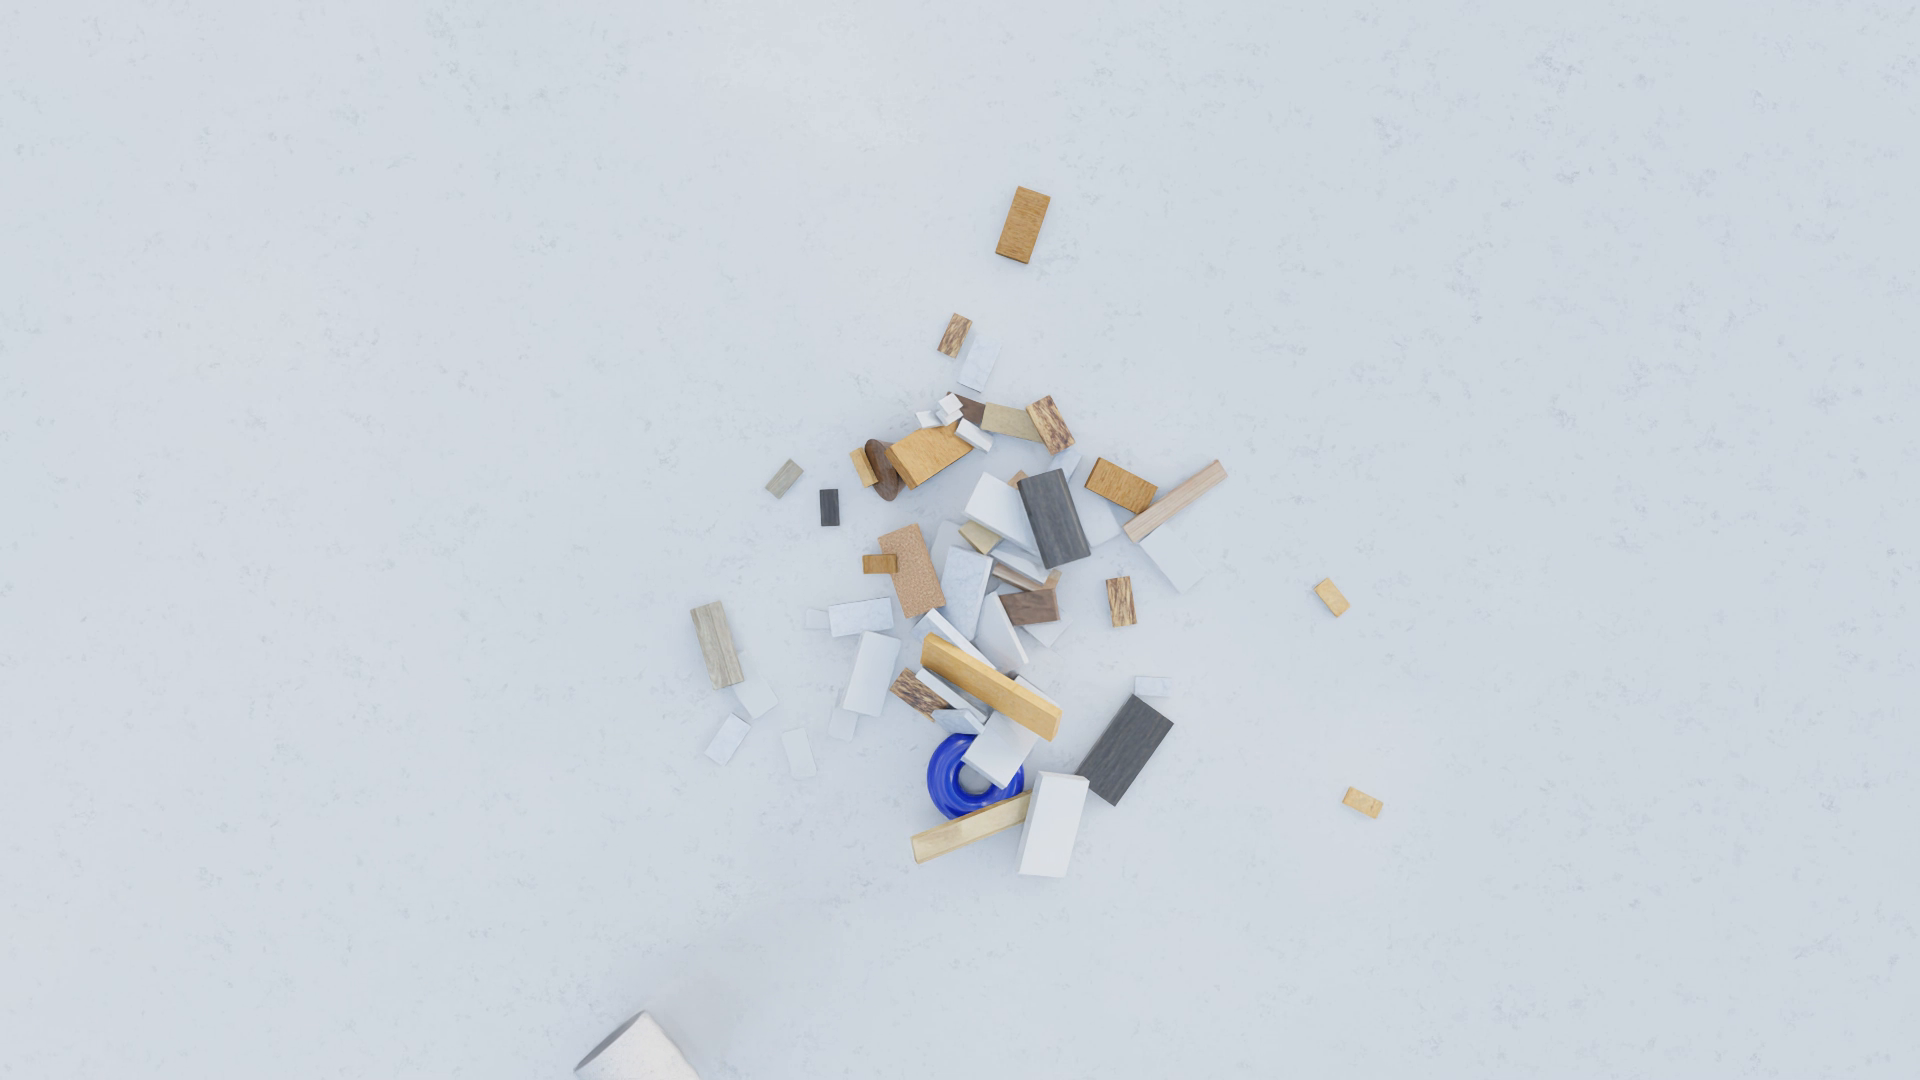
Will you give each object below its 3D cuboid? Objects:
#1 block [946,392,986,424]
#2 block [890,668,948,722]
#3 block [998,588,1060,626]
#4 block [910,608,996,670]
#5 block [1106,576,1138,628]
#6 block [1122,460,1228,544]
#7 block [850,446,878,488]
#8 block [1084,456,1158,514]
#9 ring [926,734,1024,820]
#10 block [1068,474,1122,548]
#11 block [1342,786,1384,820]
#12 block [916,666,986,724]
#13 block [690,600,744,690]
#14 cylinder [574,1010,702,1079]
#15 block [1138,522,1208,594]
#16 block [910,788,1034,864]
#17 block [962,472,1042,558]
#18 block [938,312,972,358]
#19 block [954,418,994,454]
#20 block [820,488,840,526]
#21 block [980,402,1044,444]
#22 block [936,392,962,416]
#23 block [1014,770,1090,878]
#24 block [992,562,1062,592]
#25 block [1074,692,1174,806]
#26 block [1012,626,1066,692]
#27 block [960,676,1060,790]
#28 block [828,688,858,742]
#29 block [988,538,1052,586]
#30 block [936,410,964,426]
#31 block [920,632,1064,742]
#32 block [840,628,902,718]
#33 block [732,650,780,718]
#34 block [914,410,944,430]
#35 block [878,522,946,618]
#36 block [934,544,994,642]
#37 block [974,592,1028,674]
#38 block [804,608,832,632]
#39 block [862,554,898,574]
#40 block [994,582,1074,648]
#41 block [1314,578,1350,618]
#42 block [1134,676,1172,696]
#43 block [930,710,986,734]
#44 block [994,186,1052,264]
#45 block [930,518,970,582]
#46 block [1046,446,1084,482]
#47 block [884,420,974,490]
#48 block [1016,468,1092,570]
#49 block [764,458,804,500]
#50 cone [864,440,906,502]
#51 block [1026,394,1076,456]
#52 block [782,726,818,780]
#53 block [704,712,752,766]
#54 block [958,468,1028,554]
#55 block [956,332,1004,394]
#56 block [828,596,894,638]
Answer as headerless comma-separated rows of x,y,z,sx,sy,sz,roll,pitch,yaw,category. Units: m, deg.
0.012,-0.440,5.490,0.137,0.019,0.068,20,90,0,block
-0.134,0.515,5.487,0.186,0.026,0.093,37,90,0,block
0.217,0.223,5.407,0.210,0.030,0.105,-8,94,22,block
-0.026,0.362,5.431,0.286,0.143,0.041,44,53,0,block
0.537,0.205,5.489,0.081,0.023,0.161,-9,90,0,block
0.713,-0.129,5.471,0.390,0.019,0.068,-35,103,-4,block
-0.320,-0.240,5.469,0.018,0.064,0.128,-24,90,-35,block
0.533,-0.176,5.460,0.221,0.031,0.111,26,90,-13,block
0.051,0.786,5.447,0.326,0.109,0.326,0,89,1,ring
0.438,-0.098,5.484,0.111,0.031,0.221,-26,90,0,block
1.342,0.875,5.491,0.122,0.017,0.061,27,90,0,block
-0.029,0.511,5.433,0.266,0.133,0.038,37,90,0,block
-0.805,0.349,5.465,0.103,0.029,0.279,-18,82,2,block
-1.046,1.735,5.356,0.289,0.289,0.289,-39,90,0,cylinder
0.707,0.059,5.484,0.111,0.031,0.221,-40,90,0,block
0.110,0.910,5.380,0.574,0.026,0.093,-19,113,-19,block
0.172,-0.082,5.401,0.303,0.043,0.152,29,73,-9,block
-0.017,-0.680,5.490,0.068,0.019,0.137,25,90,0,block
0.048,-0.344,5.462,0.128,0.018,0.064,32,52,-10,block
-0.434,-0.107,5.491,0.062,0.017,0.123,-3,90,0,block
0.198,-0.386,5.477,0.250,0.026,0.091,13,90,-5,block
-0.036,-0.445,5.430,0.016,0.111,0.055,-38,90,33,block
0.301,0.936,5.421,0.170,0.048,0.339,10,99,-22,block
0.221,0.113,5.444,0.210,0.030,0.105,24,68,4,block
0.541,0.696,5.476,0.170,0.048,0.339,35,90,0,block
0.212,0.379,5.482,0.257,0.036,0.128,35,90,0,block
0.166,0.630,5.407,0.170,0.048,0.339,36,65,0,block
-0.381,0.581,5.489,0.081,0.023,0.162,13,90,0,block
0.207,0.056,5.434,0.210,0.030,0.105,29,68,6,block
-0.035,-0.414,5.430,0.016,0.111,0.055,-38,90,33,block
0.098,0.476,5.362,0.514,0.133,0.038,30,51,18,block
-0.295,0.440,5.458,0.133,0.038,0.266,16,90,-22,block
-0.700,0.482,5.485,0.104,0.029,0.207,-35,90,0,block
-0.093,-0.397,5.401,0.111,0.016,0.055,-13,68,-36,block
-0.159,0.102,5.442,0.143,0.041,0.286,-21,87,29,block
0.005,0.174,5.412,0.143,0.041,0.286,20,106,24,block
0.113,0.313,5.421,0.128,0.036,0.257,-28,84,26,block
-0.451,0.268,5.491,0.123,0.017,0.062,10,90,0,block
-0.265,0.080,5.461,0.123,0.017,0.062,-2,95,28,block
0.237,0.227,5.462,0.256,0.036,0.128,41,90,9,block
1.240,0.191,5.491,0.061,0.017,0.122,-39,90,0,block
0.643,0.487,5.491,0.122,0.017,0.061,3,90,0,block
-0.006,0.595,5.400,0.093,0.186,0.026,47,61,-23,block
0.209,-1.047,5.484,0.116,0.033,0.232,19,90,0,block
-0.042,0.059,5.484,0.116,0.033,0.232,20,90,0,block
0.335,-0.230,5.471,0.081,0.023,0.161,29,86,19,block
-0.097,-0.294,5.384,0.303,0.043,0.152,-35,90,-41,block
0.307,-0.070,5.391,0.152,0.043,0.303,-16,84,-18,block
-0.585,-0.203,5.491,0.064,0.018,0.128,41,90,0,block
-0.170,-0.263,5.452,0.215,0.215,0.215,-21,90,-27,cone
0.299,-0.379,5.456,0.091,0.026,0.182,-28,88,-7,block
-0.534,0.710,5.489,0.081,0.023,0.162,-16,90,0,block
-0.772,0.664,5.489,0.081,0.023,0.162,34,90,0,block
0.138,-0.090,5.437,0.116,0.033,0.301,45,71,0,block
0.066,-0.591,5.487,0.091,0.026,0.182,23,90,0,block
-0.329,0.255,5.474,0.207,0.029,0.104,-8,92,-6,block
